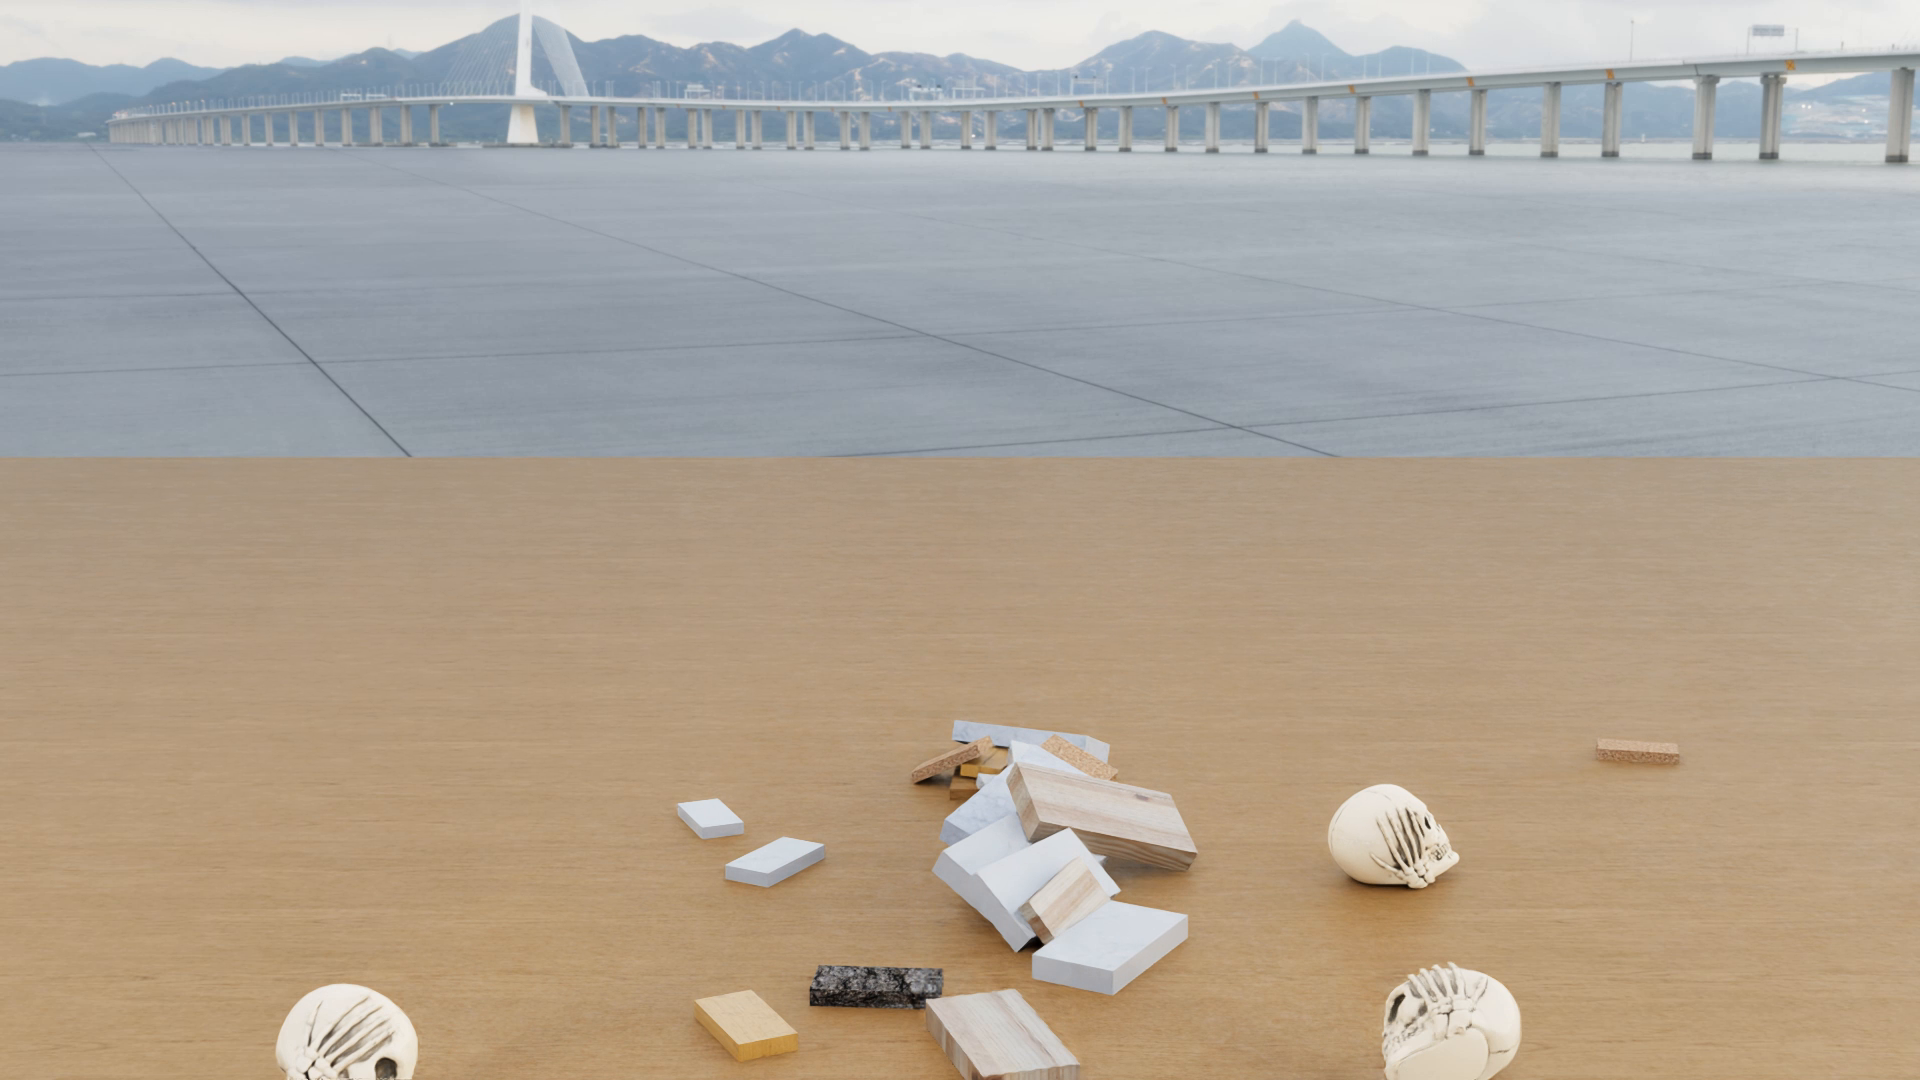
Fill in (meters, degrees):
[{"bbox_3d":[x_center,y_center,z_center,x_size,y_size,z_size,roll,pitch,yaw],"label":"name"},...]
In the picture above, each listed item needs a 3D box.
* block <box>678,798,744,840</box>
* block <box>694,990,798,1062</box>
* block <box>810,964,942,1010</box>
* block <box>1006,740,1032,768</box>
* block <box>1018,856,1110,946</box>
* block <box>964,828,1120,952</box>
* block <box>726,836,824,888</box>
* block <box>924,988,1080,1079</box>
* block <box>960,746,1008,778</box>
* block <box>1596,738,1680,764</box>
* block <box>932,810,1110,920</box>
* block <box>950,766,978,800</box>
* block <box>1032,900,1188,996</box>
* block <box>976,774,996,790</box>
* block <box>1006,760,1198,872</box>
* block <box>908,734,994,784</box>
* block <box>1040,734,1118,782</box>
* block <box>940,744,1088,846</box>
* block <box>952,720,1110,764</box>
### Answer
[{"bbox_3d":[-0.458,0.511,4.034,0.078,0.022,0.157,-5,11,-23],"label":"block"},{"bbox_3d":[-0.303,0.683,3.100,0.088,0.025,0.175,-5,12,-26],"label":"block"},{"bbox_3d":[-0.122,0.657,3.234,0.186,0.026,0.093,1,11,4],"label":"block"},{"bbox_3d":[0.165,0.457,4.150,0.142,0.040,0.283,14,12,-4],"label":"block"},{"bbox_3d":[0.166,0.574,3.465,0.025,0.088,0.175,-38,-5,34],"label":"block"},{"bbox_3d":[0.134,0.558,3.522,0.135,0.038,0.270,50,33,18],"label":"block"},{"bbox_3d":[-0.318,0.554,3.793,0.088,0.025,0.175,6,12,29],"label":"block"},{"bbox_3d":[0.055,0.691,3.019,0.135,0.038,0.270,-3,11,-17],"label":"block"},{"bbox_3d":[0.063,0.436,4.308,0.081,0.023,0.161,6,10,16],"label":"block"},{"bbox_3d":[1.377,0.430,4.471,0.157,0.022,0.078,3,11,14],"label":"block"},{"bbox_3d":[0.106,0.532,3.634,0.156,0.044,0.312,38,29,21],"label":"block"},{"bbox_3d":[0.027,0.470,4.254,0.081,0.023,0.161,1,11,4],"label":"block"},{"bbox_3d":[0.233,0.624,3.380,0.135,0.038,0.270,6,12,29],"label":"block"},{"bbox_3d":[0.089,0.481,4.115,0.081,0.023,0.161,8,14,-16],"label":"block"},{"bbox_3d":[0.242,0.473,3.763,0.312,0.044,0.156,15,29,-25],"label":"block"},{"bbox_3d":[-0.017,0.428,4.290,0.157,0.022,0.078,-25,1,21],"label":"block"},{"bbox_3d":[0.156,0.458,3.980,0.142,0.040,0.284,29,33,20],"label":"block"},{"bbox_3d":[0.114,0.476,3.848,0.156,0.044,0.312,29,33,20],"label":"block"},{"bbox_3d":[0.142,0.406,4.414,0.284,0.040,0.142,5,-10,24],"label":"block"}]
